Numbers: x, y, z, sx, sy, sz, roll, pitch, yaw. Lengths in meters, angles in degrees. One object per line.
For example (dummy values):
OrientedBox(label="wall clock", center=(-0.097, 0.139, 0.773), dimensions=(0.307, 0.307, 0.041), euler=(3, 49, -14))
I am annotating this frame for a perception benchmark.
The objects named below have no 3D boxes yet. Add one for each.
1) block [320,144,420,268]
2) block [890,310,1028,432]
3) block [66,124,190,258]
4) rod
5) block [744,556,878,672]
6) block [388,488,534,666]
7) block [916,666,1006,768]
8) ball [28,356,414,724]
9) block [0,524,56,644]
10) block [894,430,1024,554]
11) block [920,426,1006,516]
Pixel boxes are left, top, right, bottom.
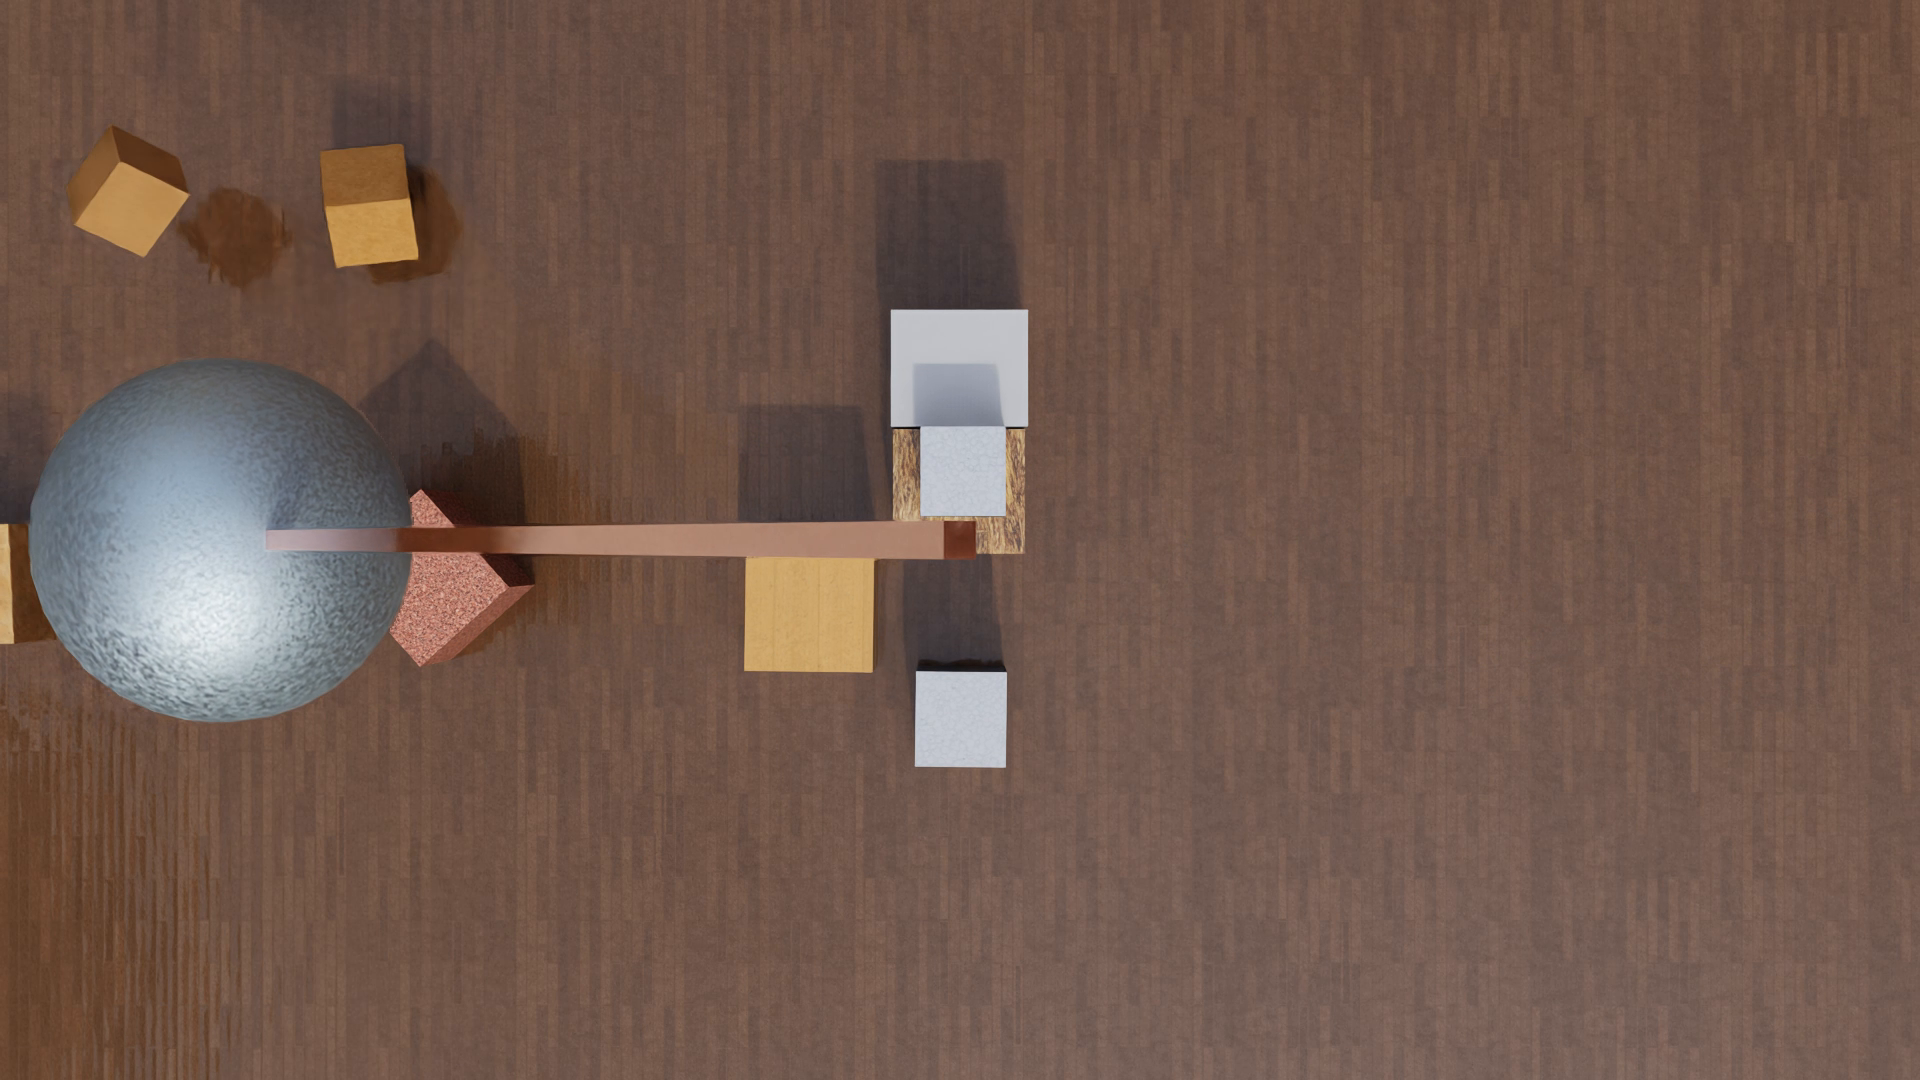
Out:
OrientedBox(label="block", center=(-3.389, -1.921, 12.628), dimensions=(0.465, 0.446, 0.497), euler=(-8, 50, -12))
OrientedBox(label="block", center=(-0.003, -0.955, 12.606), dimensions=(0.761, 0.789, 0.647), euler=(0, 90, 0))
OrientedBox(label="block", center=(-4.578, -1.918, 12.094), dimensions=(0.418, 0.400, 0.458), euler=(27, 112, -43))
OrientedBox(label="rod", center=(-1.393, 0.000, 6.758), dimensions=(0.080, 5.200, 0.080), euler=(0, 90, -32))
OrientedBox(label="block", center=(-0.842, 0.412, 12.636), dimensions=(0.715, 0.727, 0.644), euler=(1, 90, 0))
OrientedBox(label="block", center=(-3.005, 0.211, 12.624), dimensions=(0.665, 0.753, 0.735), euler=(-42, 90, 0))
OrientedBox(label="block", center=(0.005, 1.013, 12.710), dimensions=(0.513, 0.580, 0.537), euler=(1, 90, 0))
OrientedBox(label="ball", center=(-3.214, 0.000, 9.629), dimensions=(1.600, 1.600, 1.600), euler=(0, 90, 0))
OrientedBox(label="block", center=(-5.713, 0.264, 12.675), dimensions=(0.770, 0.651, 0.671), euler=(-3, 90, 0))
OrientedBox(label="block", center=(-0.006, -0.272, 12.660), dimensions=(0.739, 0.679, 0.698), euler=(0, 90, 0))
OrientedBox(label="block", center=(0.017, -0.373, 12.115), dimensions=(0.461, 0.410, 0.485), euler=(0, 90, 0))
